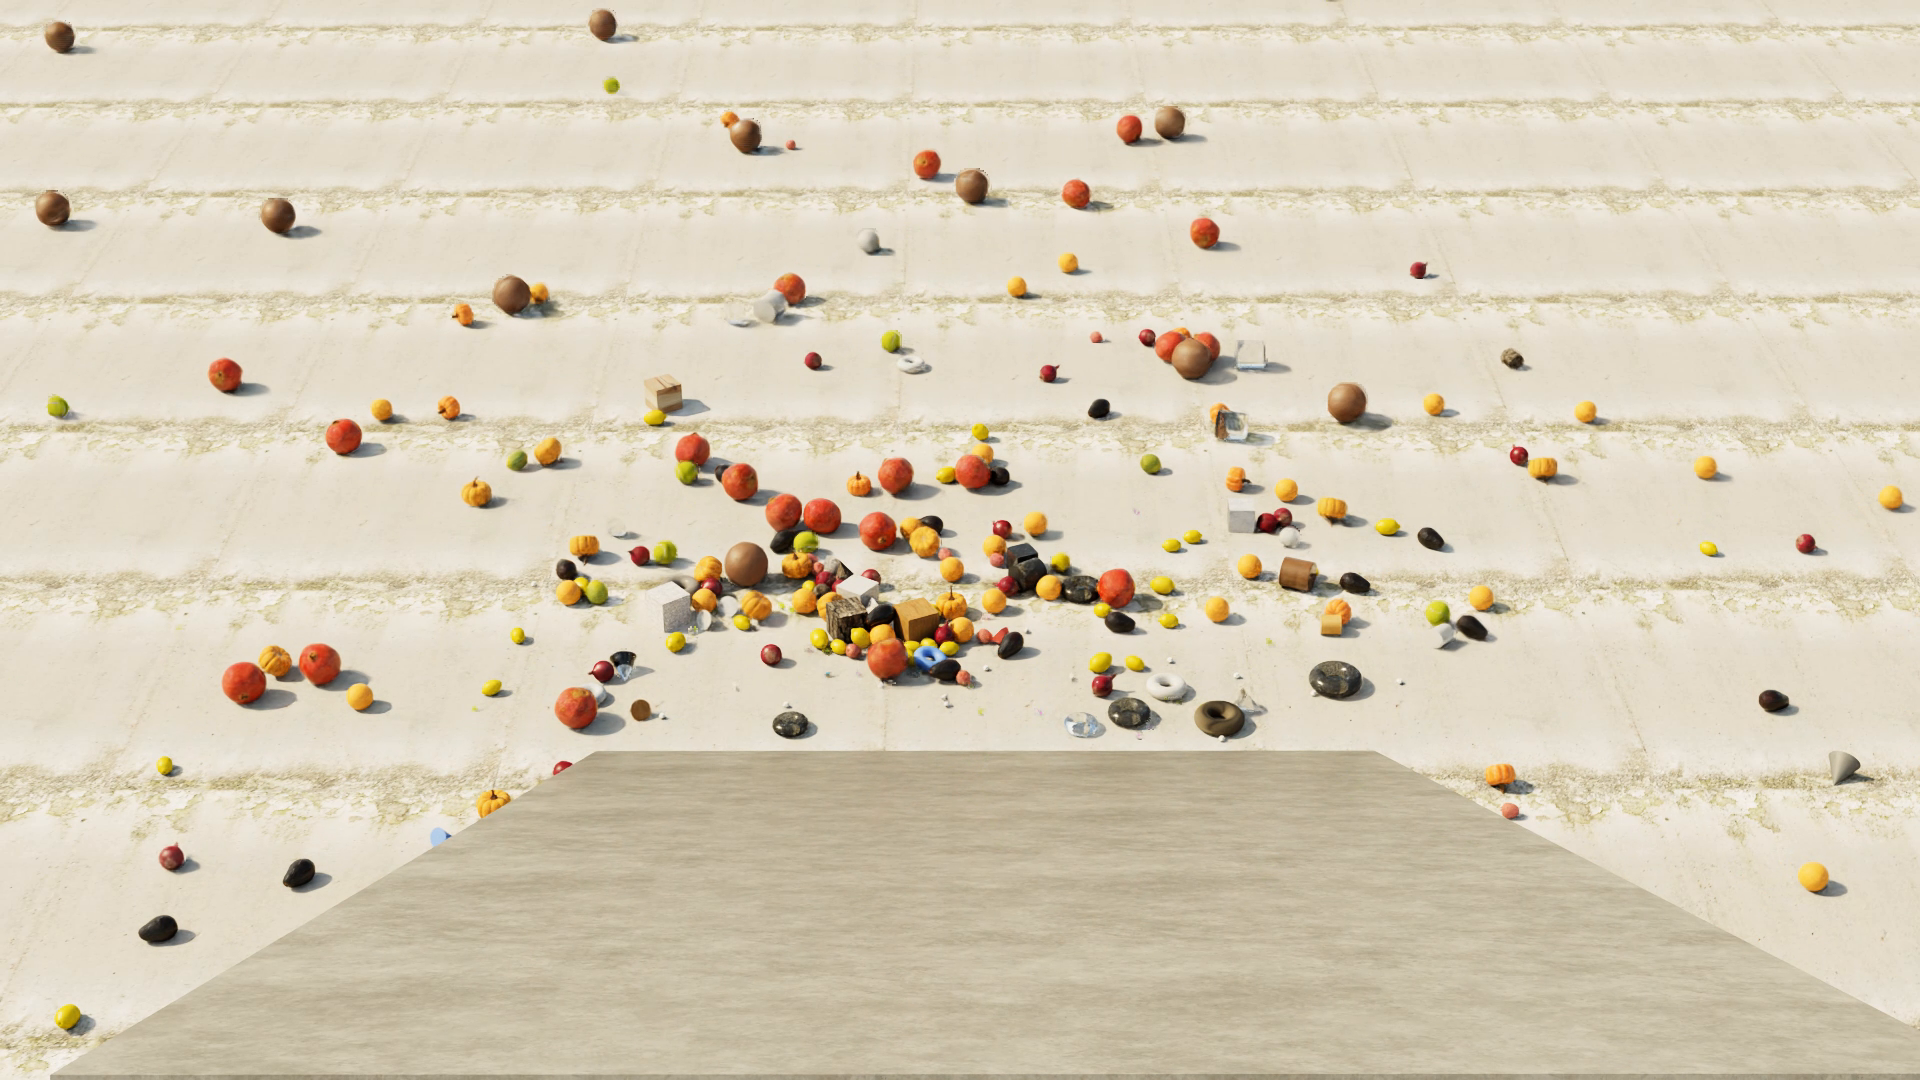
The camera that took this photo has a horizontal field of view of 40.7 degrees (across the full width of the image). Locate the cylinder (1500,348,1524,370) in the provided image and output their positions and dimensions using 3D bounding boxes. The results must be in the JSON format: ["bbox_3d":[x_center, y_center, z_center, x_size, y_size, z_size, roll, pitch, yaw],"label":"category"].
[{"bbox_3d":[1.876,-0.615,8.795,0.054,0.054,0.054,-13,32,-22],"label":"cylinder"}]

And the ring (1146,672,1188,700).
[{"bbox_3d":[0.562,0.399,7.037,0.111,0.037,0.111,1,29,0],"label":"ring"}]

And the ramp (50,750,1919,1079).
[{"bbox_3d":[0.067,0.594,4.649,2.000,0.100,4.000,0,0,0],"label":"ramp"}]

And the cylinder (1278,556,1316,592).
[{"bbox_3d":[0.981,0.099,7.512,0.088,0.088,0.088,12,32,20],"label":"cylinder"}]

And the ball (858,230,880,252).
[{"bbox_3d":[-0.341,-1.114,9.639,0.085,0.085,0.085,0,30,0],"label":"ball"}]

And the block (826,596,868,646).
[{"bbox_3d":[-0.317,0.229,7.279,0.092,0.092,0.092,-12,32,-20],"label":"block"}]

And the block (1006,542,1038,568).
[{"bbox_3d":[0.184,0.060,7.598,0.069,0.069,0.069,-13,32,-22],"label":"block"}]

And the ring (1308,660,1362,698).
[{"bbox_3d":[1.025,0.380,7.059,0.147,0.049,0.147,-1,30,1],"label":"ring"}]

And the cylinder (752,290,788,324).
[{"bbox_3d":[-0.669,-0.822,9.121,0.090,0.090,0.090,13,32,22],"label":"cylinder"}]

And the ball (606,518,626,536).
[{"bbox_3d":[-1.034,-0.038,7.782,0.056,0.056,0.056,0,30,0],"label":"ball"}]

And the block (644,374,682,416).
[{"bbox_3d":[-0.977,-0.479,8.520,0.091,0.091,0.091,-18,34,-28],"label":"block"}]

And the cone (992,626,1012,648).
[{"bbox_3d":[0.131,0.284,7.248,0.058,0.058,0.058,-26,65,-38],"label":"cone"}]

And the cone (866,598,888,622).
[{"bbox_3d":[-0.261,0.216,7.358,0.078,0.078,0.078,-35,37,-6],"label":"cone"}]

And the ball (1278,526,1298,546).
[{"bbox_3d":[0.982,-0.009,7.729,0.059,0.059,0.059,0,30,0],"label":"ball"}]

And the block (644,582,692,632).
[{"bbox_3d":[-0.829,0.190,7.346,0.093,0.093,0.093,-22,36,-33],"label":"block"}]

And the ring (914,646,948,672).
[{"bbox_3d":[-0.081,0.330,7.147,0.097,0.032,0.097,13,35,-9],"label":"ring"}]

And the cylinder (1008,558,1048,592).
[{"bbox_3d":[0.197,0.102,7.511,0.083,0.083,0.083,-20,35,-31],"label":"cylinder"}]

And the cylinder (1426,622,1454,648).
[{"bbox_3d":[1.346,0.268,7.248,0.055,0.055,0.055,26,39,38],"label":"cylinder"}]

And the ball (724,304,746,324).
[{"bbox_3d":[-0.793,-0.793,9.086,0.075,0.075,0.075,0,30,0],"label":"ball"}]

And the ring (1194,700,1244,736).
[{"bbox_3d":[0.691,0.475,6.896,0.135,0.045,0.135,1,31,0],"label":"ring"}]

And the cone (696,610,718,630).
[{"bbox_3d":[-0.707,0.229,7.346,0.057,0.057,0.057,27,13,39],"label":"cone"}]

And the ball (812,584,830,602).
[{"bbox_3d":[-0.398,0.151,7.455,0.052,0.052,0.052,0,30,0],"label":"ball"}]

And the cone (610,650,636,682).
[{"bbox_3d":[-0.923,0.357,7.112,0.076,0.076,0.076,-5,57,-9],"label":"cone"}]

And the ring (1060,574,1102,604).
[{"bbox_3d":[0.351,0.142,7.483,0.123,0.041,0.123,-1,30,1],"label":"ring"}]

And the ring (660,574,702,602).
[{"bbox_3d":[-0.810,0.143,7.480,0.126,0.042,0.126,1,31,0],"label":"ring"}]

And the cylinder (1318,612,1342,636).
[{"bbox_3d":[1.045,0.239,7.299,0.055,0.055,0.055,13,31,2],"label":"cylinder"}]

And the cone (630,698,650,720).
[{"bbox_3d":[-0.869,0.456,6.948,0.059,0.059,0.059,-19,8,-29],"label":"cone"}]

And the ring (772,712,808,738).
[{"bbox_3d":[-0.451,0.490,6.882,0.098,0.033,0.098,-1,30,1],"label":"ring"}]

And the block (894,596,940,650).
[{"bbox_3d":[-0.123,0.234,7.266,0.096,0.096,0.096,-15,33,-24],"label":"block"}]

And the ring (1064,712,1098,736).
[{"bbox_3d":[0.322,0.490,6.884,0.093,0.031,0.093,1,29,-1],"label":"ring"}]

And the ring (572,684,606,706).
[{"bbox_3d":[-1.004,0.419,7.007,0.094,0.031,0.094,-1,28,0],"label":"ring"}]

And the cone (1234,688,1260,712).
[{"bbox_3d":[0.781,0.443,6.965,0.068,0.068,0.068,23,27,-14],"label":"cone"}]

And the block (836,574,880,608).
[{"bbox_3d":[-0.292,0.164,7.398,0.086,0.086,0.086,19,35,30],"label":"block"}]

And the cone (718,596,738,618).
[{"bbox_3d":[-0.654,0.190,7.412,0.062,0.062,0.062,10,5,16],"label":"cone"}]

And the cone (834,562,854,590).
[{"bbox_3d":[-0.338,0.094,7.509,0.083,0.083,0.083,-10,30,6],"label":"cone"}]

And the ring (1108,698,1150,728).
[{"bbox_3d":[0.453,0.462,6.926,0.116,0.039,0.116,-1,30,0],"label":"ring"}]

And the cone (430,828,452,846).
[{"bbox_3d":[-1.282,0.741,6.450,0.054,0.054,0.054,20,9,31],"label":"cone"}]

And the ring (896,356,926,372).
[{"bbox_3d":[-0.166,-0.597,8.786,0.098,0.033,0.098,-1,29,1],"label":"ring"}]

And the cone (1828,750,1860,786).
[{"bbox_3d":[2.270,0.603,6.679,0.083,0.083,0.083,18,61,28],"label":"cone"}]

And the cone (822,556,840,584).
[{"bbox_3d":[-0.382,0.104,7.553,0.083,0.083,0.083,22,63,33],"label":"cone"}]

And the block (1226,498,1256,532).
[{"bbox_3d":[0.850,-0.074,7.825,0.077,0.077,0.077,1,30,1],"label":"block"}]
